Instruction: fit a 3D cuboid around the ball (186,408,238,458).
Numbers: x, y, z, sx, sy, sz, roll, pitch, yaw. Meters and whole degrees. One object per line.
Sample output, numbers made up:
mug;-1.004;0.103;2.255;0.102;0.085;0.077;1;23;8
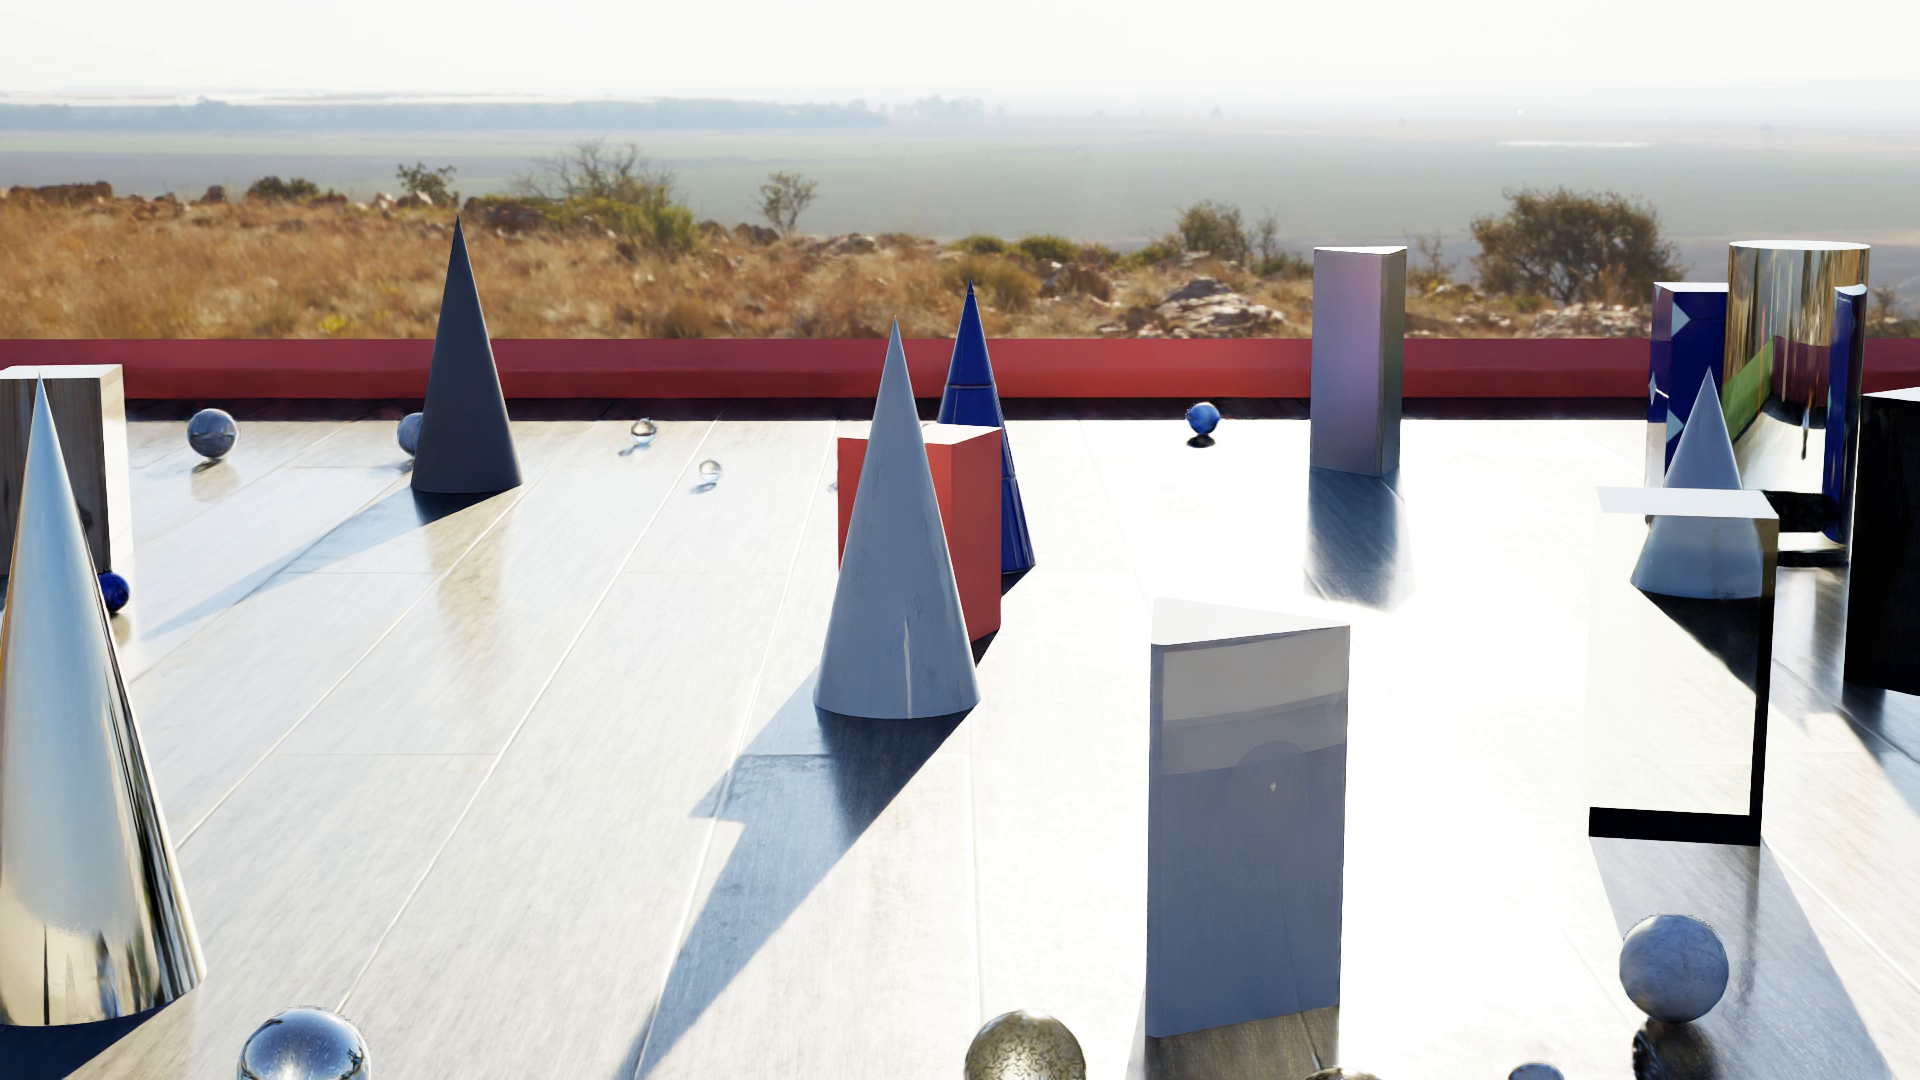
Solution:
ball;-1.402;-0.200;4.810;0.093;0.093;0.093;0;10;0

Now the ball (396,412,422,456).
ball;-1.014;-0.197;4.816;0.085;0.085;0.085;0;10;0

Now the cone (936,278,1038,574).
cone;0.015;-0.174;3.767;0.198;0.423;0.198;0;10;0

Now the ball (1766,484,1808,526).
ball;1.294;-0.054;4.016;0.065;0.065;0.065;0;10;0

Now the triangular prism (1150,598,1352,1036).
triangular prism;0.191;0.208;2.023;0.172;0.305;0.149;-5;12;-25

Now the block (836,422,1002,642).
block;-0.051;-0.008;3.304;0.159;0.264;0.159;5;11;24

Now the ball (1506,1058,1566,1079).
ball;0.403;0.384;1.792;0.043;0.043;0.043;0;10;0

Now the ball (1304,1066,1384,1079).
ball;0.249;0.386;1.655;0.090;0.090;0.090;0;10;0

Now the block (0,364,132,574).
block;-1.323;-0.106;3.778;0.159;0.285;0.159;-1;11;-7

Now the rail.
rail;-0.013;-0.377;5.665;4.487;0.129;0.045;0;10;0

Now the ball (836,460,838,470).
ball;-0.196;-0.133;4.567;0.050;0.050;0.050;0;10;0

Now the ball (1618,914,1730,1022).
ball;0.550;0.330;1.977;0.083;0.083;0.083;0;10;0

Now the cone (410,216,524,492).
cone;-0.869;-0.333;4.480;0.198;0.475;0.198;0;10;0

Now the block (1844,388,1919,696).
block;1.170;0.001;3.032;0.159;0.345;0.159;-8;13;-37

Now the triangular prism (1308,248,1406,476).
triangular prism;0.755;-0.330;4.677;0.149;0.399;0.172;-8;13;-38

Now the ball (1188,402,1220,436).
ball;0.485;-0.241;5.109;0.065;0.065;0.065;0;10;0

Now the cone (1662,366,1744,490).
cone;1.063;-0.097;3.667;0.198;0.307;0.198;0;10;0

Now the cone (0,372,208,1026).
cone;-0.710;0.112;2.023;0.198;0.494;0.198;0;10;0

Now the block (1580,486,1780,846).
block;0.694;0.118;2.487;0.159;0.314;0.159;2;11;11

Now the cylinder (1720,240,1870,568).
cylinder;1.237;-0.206;3.824;0.198;0.465;0.198;0;10;0

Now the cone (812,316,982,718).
cone;-0.073;-0.036;2.954;0.198;0.447;0.198;0;10;0

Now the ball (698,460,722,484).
ball;-0.441;-0.122;4.528;0.042;0.042;0.042;0;10;0

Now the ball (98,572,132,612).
ball;-1.145;0.070;3.460;0.053;0.053;0.053;0;10;0

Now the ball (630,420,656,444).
ball;-0.614;-0.210;4.983;0.050;0.050;0.050;0;10;0

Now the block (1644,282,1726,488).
block;1.188;-0.210;4.072;0.159;0.382;0.159;1;11;4

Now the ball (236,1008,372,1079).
ball;-0.450;0.366;1.759;0.091;0.091;0.091;0;10;0

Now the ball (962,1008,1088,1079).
ball;0.045;0.367;1.770;0.086;0.086;0.086;0;10;0
